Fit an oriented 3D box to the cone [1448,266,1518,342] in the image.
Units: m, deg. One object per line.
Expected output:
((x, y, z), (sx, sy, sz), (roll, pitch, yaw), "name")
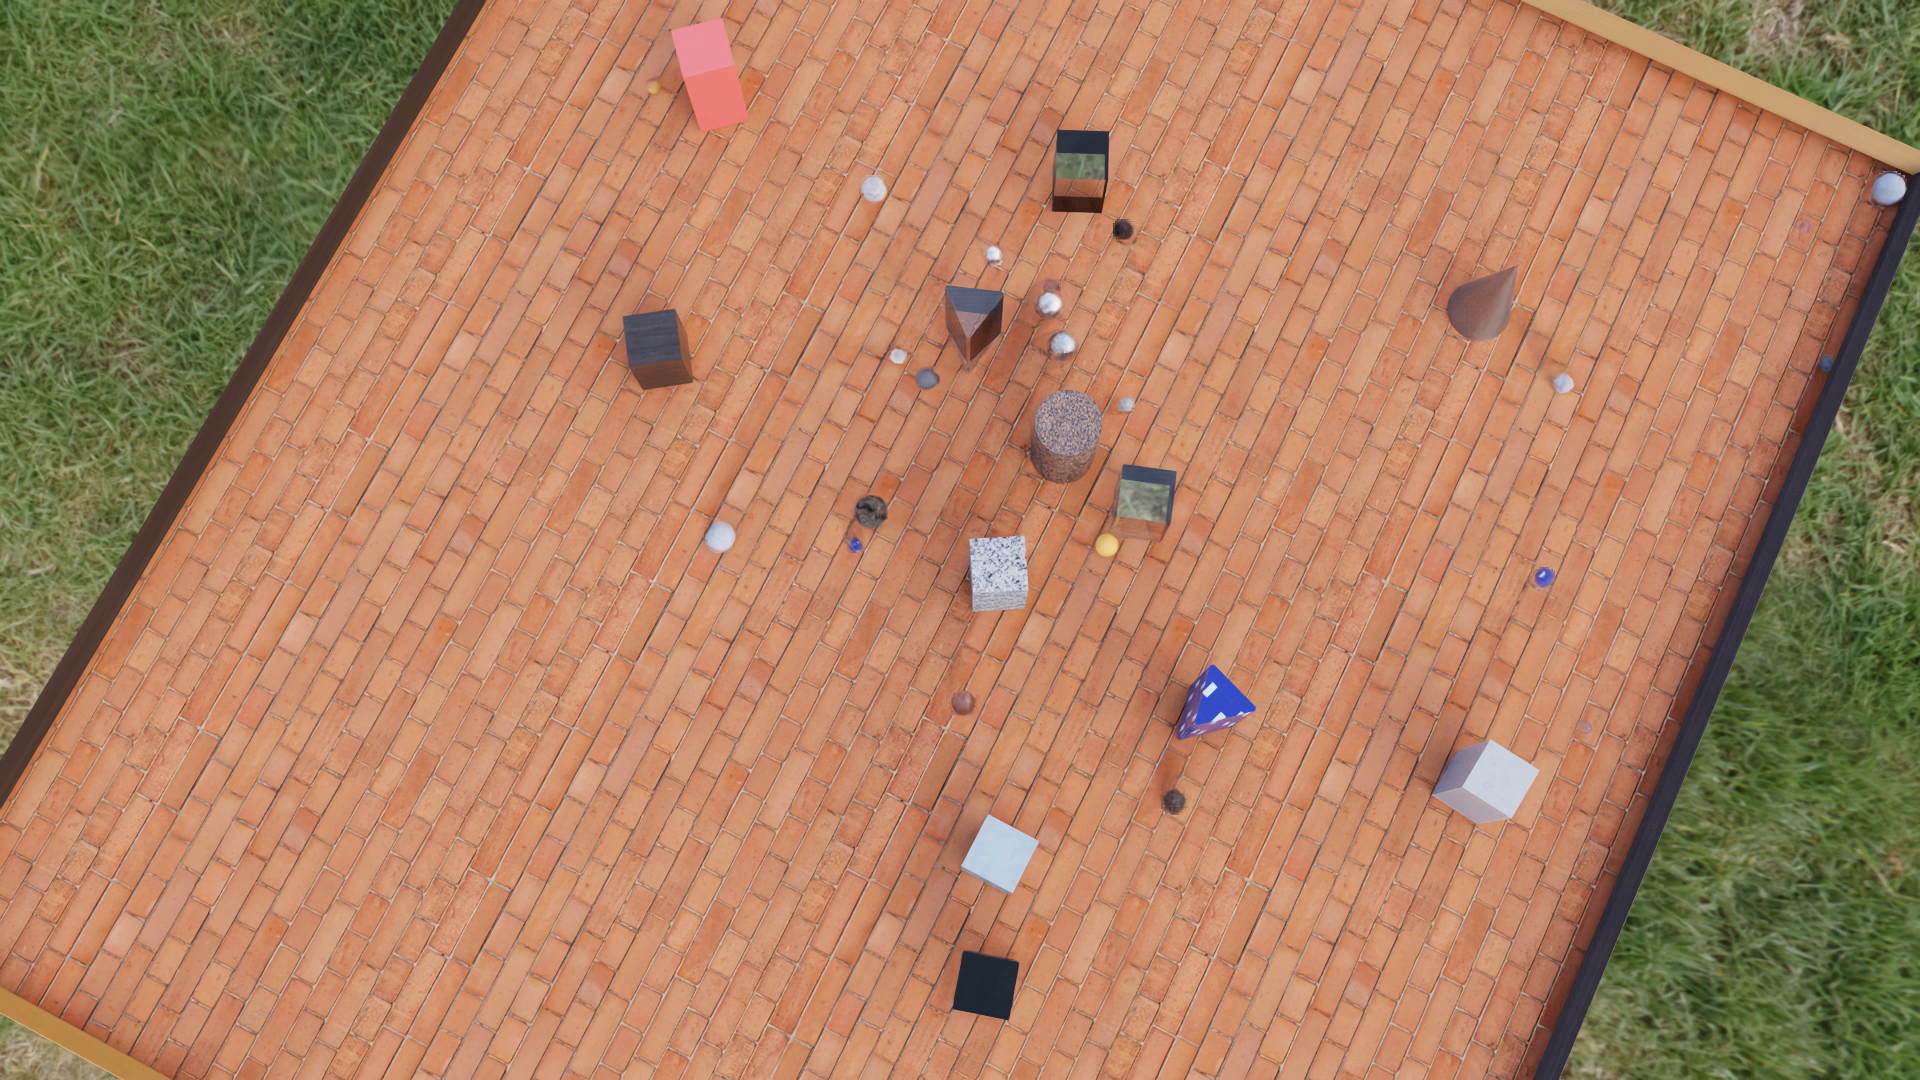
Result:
((1.633, -0.763, 5.562), (0.199, 0.416, 0.199), (0, 78, 0), "cone")

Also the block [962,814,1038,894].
((0.111, 0.903, 5.237), (0.159, 0.378, 0.159), (27, 80, 5), "block")

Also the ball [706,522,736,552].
((-0.728, -0.010, 5.573), (0.089, 0.089, 0.089), (0, 78, 0), "ball")

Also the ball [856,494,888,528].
((-0.269, -0.088, 5.584), (0.099, 0.099, 0.099), (0, 78, 0), "ball")

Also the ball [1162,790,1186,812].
((0.634, 0.773, 5.422), (0.068, 0.068, 0.068), (0, 78, 0), "ball")

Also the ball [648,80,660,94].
((-0.984, -1.457, 5.897), (0.042, 0.042, 0.042), (0, 78, 0), "ball")

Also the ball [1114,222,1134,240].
((0.518, -0.977, 5.789), (0.059, 0.059, 0.059), (0, 78, 0), "ball")

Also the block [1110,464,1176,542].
((0.547, -0.107, 5.495), (0.159, 0.281, 0.159), (8, 78, 2), "block")

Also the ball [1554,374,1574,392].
((1.873, -0.487, 5.688), (0.058, 0.058, 0.058), (0, 78, 0), "ball")

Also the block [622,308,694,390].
((-0.922, -0.581, 5.610), (0.159, 0.249, 0.159), (-9, 78, -2), "block")

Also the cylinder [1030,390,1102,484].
((0.316, -0.306, 5.502), (0.199, 0.349, 0.199), (0, 78, 0), "cylinder")

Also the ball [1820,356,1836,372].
((2.703, -0.547, 5.705), (0.049, 0.049, 0.049), (0, 78, 0), "ball")

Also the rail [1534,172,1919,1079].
((1.956, 0.965, 5.350), (0.045, 0.129, 4.906), (26, 80, 5), "rail")

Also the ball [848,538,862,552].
((-0.320, 0.013, 5.593), (0.041, 0.041, 0.041), (0, 78, 0), "ball")

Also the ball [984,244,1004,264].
((0.106, -0.898, 5.771), (0.061, 0.061, 0.061), (0, 78, 0), "ball")

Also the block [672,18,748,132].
((-0.776, -1.446, 5.718), (0.159, 0.388, 0.159), (-15, 79, -3), "block")

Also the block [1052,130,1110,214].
((0.374, -1.148, 5.718), (0.159, 0.267, 0.159), (2, 78, 0), "block")

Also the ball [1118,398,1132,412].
((0.513, -0.419, 5.680), (0.046, 0.046, 0.046), (0, 78, 0), "ball")

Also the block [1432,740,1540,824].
((1.514, 0.703, 5.297), (0.159, 0.342, 0.159), (33, 80, 6), "block")

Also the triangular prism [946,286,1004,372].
((0.017, -0.667, 5.568), (0.149, 0.365, 0.172), (36, 81, 7), "triangular prism")

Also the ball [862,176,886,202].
((-0.272, -1.110, 5.806), (0.080, 0.080, 0.080), (0, 78, 0), "ball")

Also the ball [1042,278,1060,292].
((0.285, -0.794, 5.755), (0.051, 0.051, 0.051), (0, 78, 0), "ball")

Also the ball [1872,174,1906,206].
((2.939, -1.109, 5.796), (0.098, 0.098, 0.098), (0, 78, 0), "ball")

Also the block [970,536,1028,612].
((0.112, 0.103, 5.431), (0.159, 0.321, 0.159), (-3, 78, -1), "block")

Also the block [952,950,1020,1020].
((0.072, 1.260, 5.203), (0.159, 0.300, 0.159), (11, 79, 2), "block")

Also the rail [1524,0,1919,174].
((1.087, -2.121, 5.989), (4.422, 0.129, 0.045), (26, 80, 5), "rail")

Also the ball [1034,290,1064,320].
((0.277, -0.731, 5.721), (0.092, 0.092, 0.092), (0, 78, 0), "ball")

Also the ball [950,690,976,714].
((0.010, 0.486, 5.478), (0.074, 0.074, 0.074), (0, 78, 0), "ball")

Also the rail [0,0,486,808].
((-1.956, -0.951, 5.747), (0.045, 0.129, 4.906), (26, 80, 5), "rail")

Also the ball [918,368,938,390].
((-0.098, -0.499, 5.687), (0.066, 0.066, 0.066), (0, 78, 0), "ball")

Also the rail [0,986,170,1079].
((-1.087, 2.135, 5.108), (4.422, 0.129, 0.045), (26, 80, 5), "rail")

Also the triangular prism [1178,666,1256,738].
((0.717, 0.462, 5.293), (0.172, 0.446, 0.149), (-13, 79, -3), "triangular prism")

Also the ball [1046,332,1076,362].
((0.316, -0.601, 5.693), (0.094, 0.094, 0.094), (0, 78, 0), "ball")

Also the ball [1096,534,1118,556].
((0.447, 0.015, 5.577), (0.071, 0.071, 0.071), (0, 78, 0), "ball")

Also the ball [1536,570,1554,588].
((1.774, 0.117, 5.565), (0.054, 0.054, 0.054), (0, 78, 0), "ball")

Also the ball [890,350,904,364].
((-0.195, -0.571, 5.711), (0.047, 0.047, 0.047), (0, 78, 0), "ball")
